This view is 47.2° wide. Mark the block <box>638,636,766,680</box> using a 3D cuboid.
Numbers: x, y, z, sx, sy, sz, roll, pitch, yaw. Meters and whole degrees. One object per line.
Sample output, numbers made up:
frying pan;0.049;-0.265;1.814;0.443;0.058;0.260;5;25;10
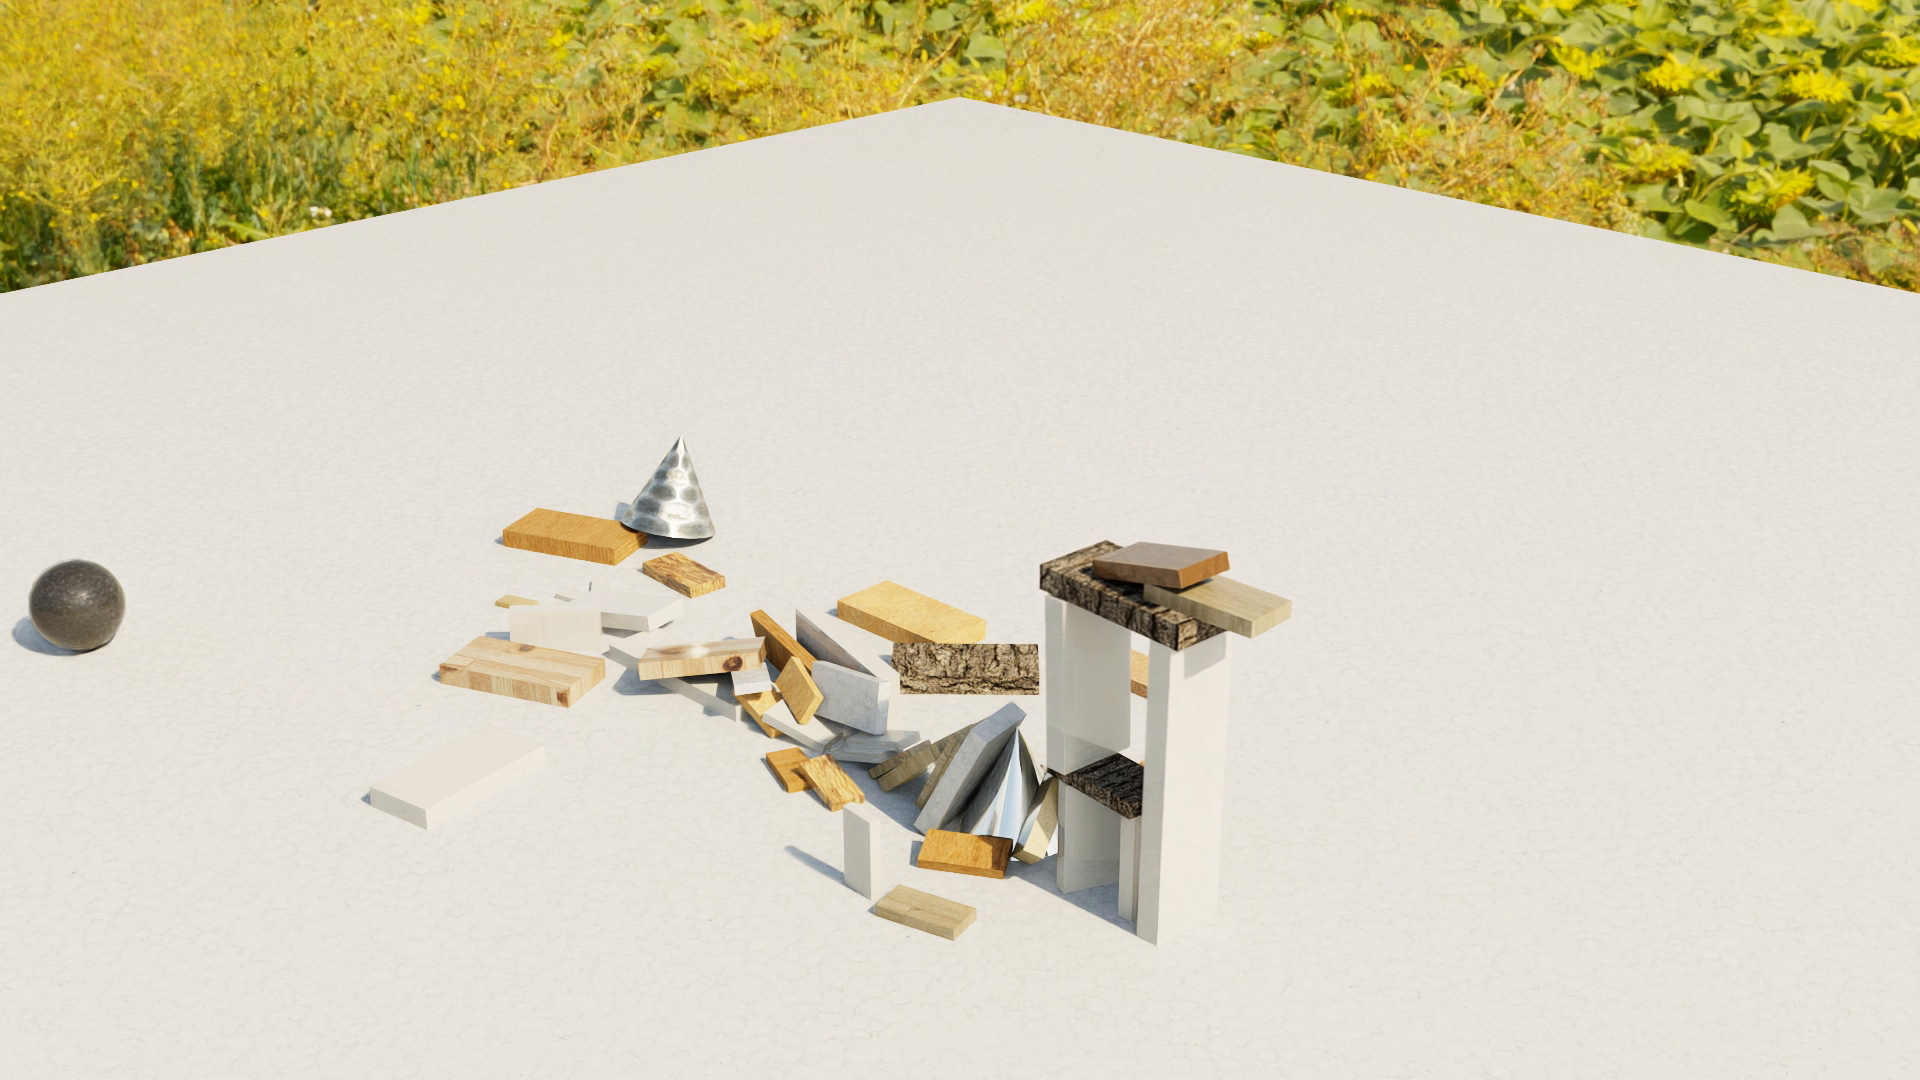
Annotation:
block;-0.575;0.265;4.925;0.269;0.038;0.135;-5;12;2

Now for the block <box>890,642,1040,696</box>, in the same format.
block;0.012;0.293;5.009;0.335;0.047;0.167;0;23;1

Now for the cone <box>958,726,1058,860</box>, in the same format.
cone;0.112;0.471;4.350;0.235;0.235;0.235;0;23;0

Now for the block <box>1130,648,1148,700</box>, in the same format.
block;0.418;0.309;4.992;0.115;0.033;0.230;-20;30;-39

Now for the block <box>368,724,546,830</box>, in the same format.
block;-1.037;0.487;4.553;0.166;0.047;0.332;15;27;32

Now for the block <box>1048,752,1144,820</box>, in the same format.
block;0.281;0.442;4.077;0.116;0.033;0.232;-16;27;-34

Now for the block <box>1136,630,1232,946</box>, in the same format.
block;0.404;0.432;3.964;0.171;0.608;0.049;-21;31;-41

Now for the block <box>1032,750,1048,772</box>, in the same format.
block;0.169;0.472;4.523;0.289;0.041;0.144;16;3;32

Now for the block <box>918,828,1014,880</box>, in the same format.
block;0.011;0.609;4.268;0.169;0.024;0.085;6;38;13

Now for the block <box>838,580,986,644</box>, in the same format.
block;-0.117;0.189;5.255;0.335;0.047;0.167;21;31;40

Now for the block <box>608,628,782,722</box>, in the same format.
block;-0.605;0.302;5.000;0.450;0.038;0.135;21;31;40

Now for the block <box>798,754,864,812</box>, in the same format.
block;-0.265;0.499;4.522;0.074;0.021;0.148;-14;38;-29

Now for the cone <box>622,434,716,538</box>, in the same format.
cone;-0.744;-0.157;5.743;0.250;0.250;0.250;9;12;-2

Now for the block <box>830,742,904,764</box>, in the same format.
block;-0.196;0.445;4.632;0.143;0.020;0.072;-1;14;41

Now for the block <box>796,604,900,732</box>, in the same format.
block;-0.250;0.296;4.849;0.047;0.167;0.411;-13;26;-27

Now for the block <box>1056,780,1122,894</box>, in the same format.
block;0.245;0.551;4.166;0.116;0.232;0.033;-8;24;-19

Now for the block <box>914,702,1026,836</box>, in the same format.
block;0.019;0.454;4.340;0.041;0.289;0.144;41;38;16

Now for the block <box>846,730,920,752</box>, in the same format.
block;-0.161;0.420;4.625;0.143;0.020;0.072;-1;13;39

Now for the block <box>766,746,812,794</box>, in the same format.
block;-0.348;0.481;4.601;0.074;0.021;0.148;-9;25;-21

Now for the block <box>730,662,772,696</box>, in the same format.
block;-0.460;0.304;4.830;0.079;0.022;0.158;-8;12;-8

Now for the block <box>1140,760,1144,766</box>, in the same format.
block;0.435;0.496;4.564;0.146;0.021;0.073;9;25;21

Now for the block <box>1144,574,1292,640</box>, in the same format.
block;0.443;0.104;3.794;0.230;0.033;0.115;20;30;38

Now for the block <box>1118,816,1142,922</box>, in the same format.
block;0.348;0.582;4.091;0.033;0.232;0.116;21;31;41

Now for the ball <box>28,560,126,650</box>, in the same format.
ball;-2.058;0.152;5.132;0.212;0.212;0.212;0;23;0

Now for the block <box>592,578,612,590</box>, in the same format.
block;-0.892;0.118;5.465;0.046;0.013;0.093;-2;23;-6

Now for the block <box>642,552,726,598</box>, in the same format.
block;-0.693;0.087;5.517;0.105;0.030;0.210;-19;30;-38

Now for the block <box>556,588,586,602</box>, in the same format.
block;-0.946;0.140;5.413;0.093;0.013;0.046;14;27;30

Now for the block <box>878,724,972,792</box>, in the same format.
block;-0.065;0.446;4.490;0.111;0.031;0.222;-22;-10;-42

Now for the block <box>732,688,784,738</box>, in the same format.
block;-0.421;0.366;4.808;0.079;0.022;0.158;-15;44;-36

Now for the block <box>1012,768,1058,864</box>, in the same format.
block;0.183;0.479;4.240;0.041;0.289;0.144;24;-15;-2

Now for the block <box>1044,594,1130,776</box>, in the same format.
block;0.238;0.246;4.063;0.171;0.343;0.049;-18;26;-37

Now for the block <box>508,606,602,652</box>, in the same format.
block;-0.945;0.206;5.140;0.210;0.105;0.030;0;23;0

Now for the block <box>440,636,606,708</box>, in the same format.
block;-0.993;0.298;4.998;0.332;0.047;0.166;9;24;20

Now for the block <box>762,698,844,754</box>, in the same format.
block;-0.338;0.400;4.740;0.158;0.022;0.079;26;32;20

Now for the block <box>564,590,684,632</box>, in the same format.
block;-0.811;0.168;5.265;0.269;0.038;0.135;4;20;30

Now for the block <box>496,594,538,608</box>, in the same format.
block;-1.084;0.155;5.378;0.093;0.013;0.046;11;25;24

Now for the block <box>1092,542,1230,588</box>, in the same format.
block;0.351;0.043;3.855;0.115;0.033;0.230;-20;15;-33

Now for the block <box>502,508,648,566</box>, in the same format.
block;-1.001;-0.010;5.724;0.332;0.047;0.166;9;25;21

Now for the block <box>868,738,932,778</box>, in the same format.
block;-0.124;0.454;4.555;0.072;0.020;0.143;-22;-7;-41

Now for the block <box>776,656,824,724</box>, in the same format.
block;-0.349;0.325;4.763;0.021;0.074;0.148;18;22;-37

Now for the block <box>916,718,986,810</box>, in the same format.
block;-0.005;0.454;4.421;0.111;0.222;0.031;-22;60;-42

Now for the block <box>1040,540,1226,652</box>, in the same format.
block;0.322;0.095;3.915;0.171;0.049;0.343;-19;30;-38

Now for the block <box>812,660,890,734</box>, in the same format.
block;-0.237;0.335;4.691;0.031;0.111;0.222;-2;11;-43

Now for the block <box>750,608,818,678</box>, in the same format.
block;-0.379;0.273;4.978;0.030;0.105;0.366;-23;30;-21

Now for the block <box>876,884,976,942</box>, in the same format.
block;-0.064;0.693;4.096;0.169;0.024;0.085;13;26;27

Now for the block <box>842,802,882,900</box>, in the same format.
block;-0.185;0.588;4.157;0.024;0.169;0.085;-18;29;-36
